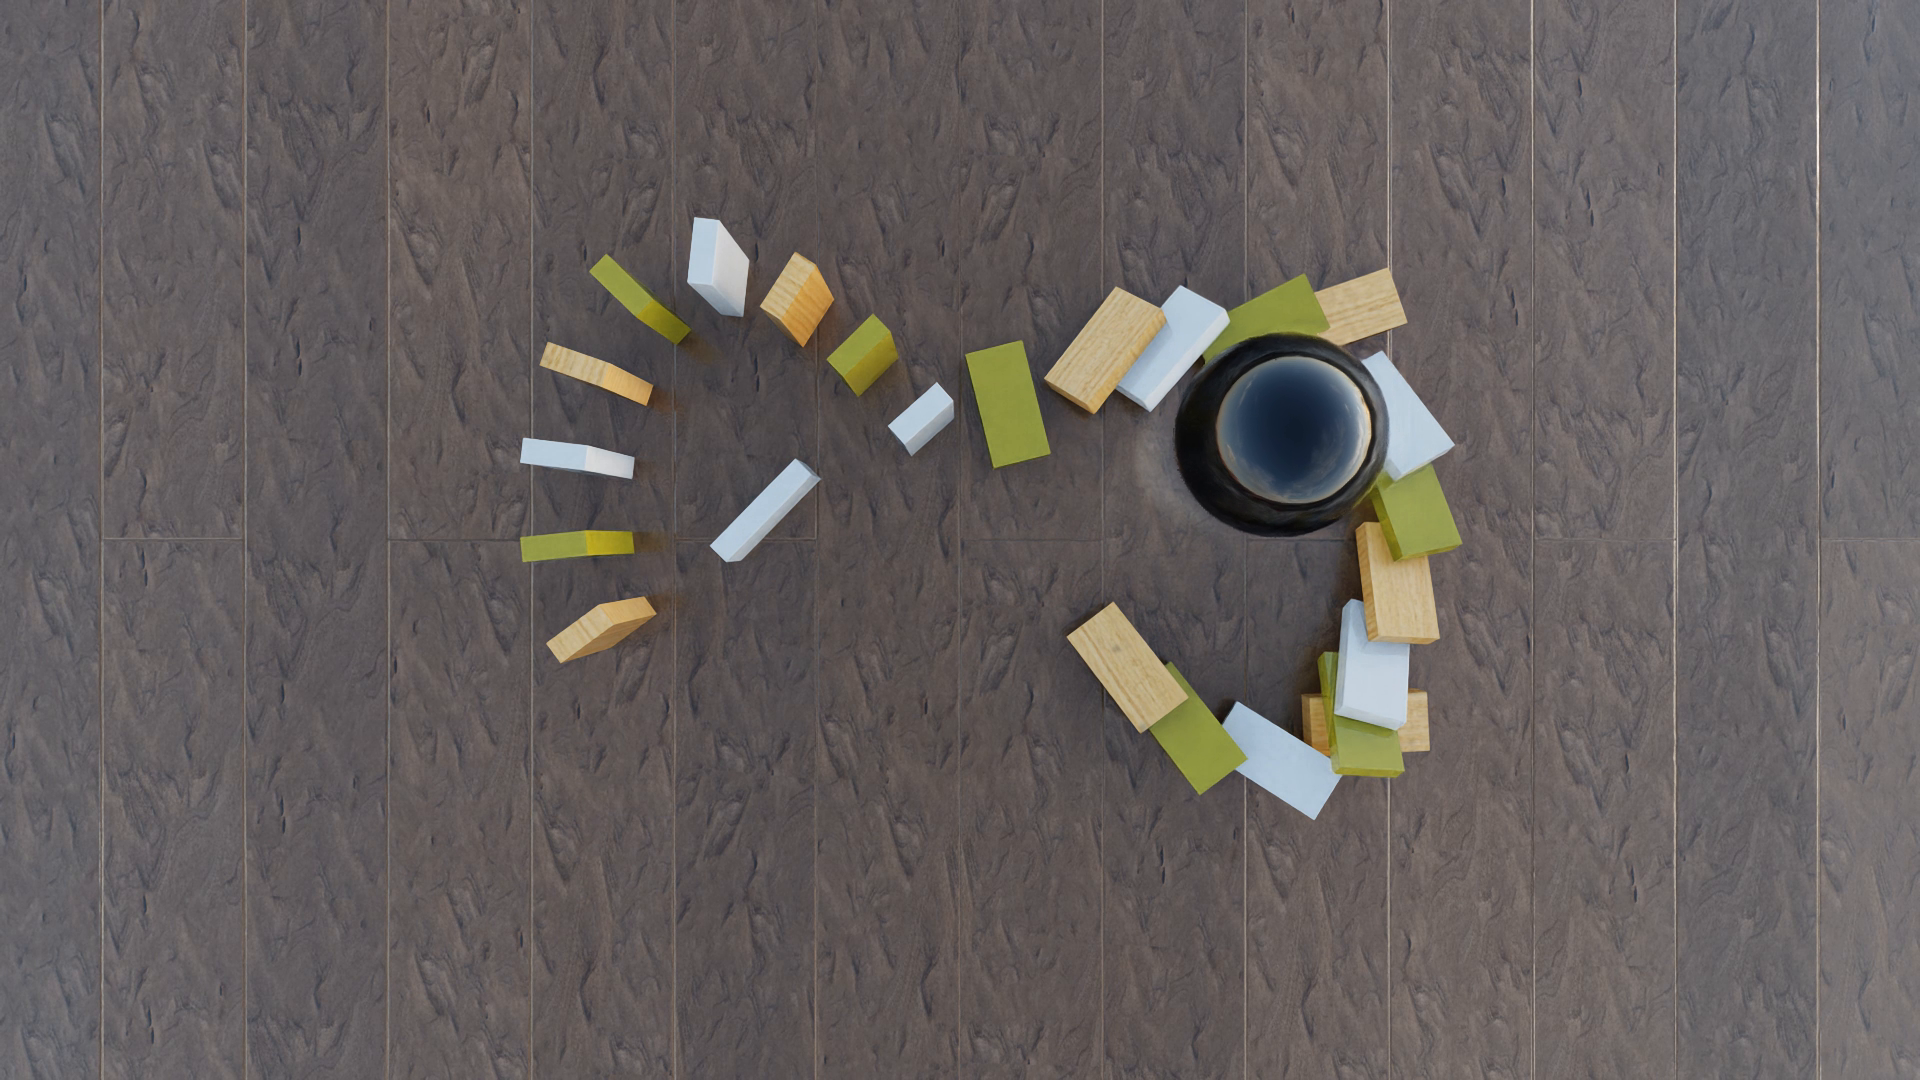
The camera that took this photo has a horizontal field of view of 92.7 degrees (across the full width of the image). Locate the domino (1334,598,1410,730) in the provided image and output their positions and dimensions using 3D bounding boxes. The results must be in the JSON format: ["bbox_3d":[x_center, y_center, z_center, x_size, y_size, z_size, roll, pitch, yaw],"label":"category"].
[{"bbox_3d":[0.172,0.051,0.382,0.025,0.010,0.050,15,61,7],"label":"domino"}]

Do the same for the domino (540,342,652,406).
[{"bbox_3d":[-0.147,-0.067,0.375,0.025,0.050,0.010,19,90,0],"label":"domino"}]

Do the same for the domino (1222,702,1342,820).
[{"bbox_3d":[0.133,0.093,0.389,0.050,0.009,0.025,32,90,15],"label":"domino"}]

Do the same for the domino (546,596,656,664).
[{"bbox_3d":[-0.145,0.036,0.375,0.025,0.050,0.009,-36,90,0],"label":"domino"}]

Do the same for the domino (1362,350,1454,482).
[{"bbox_3d":[0.181,-0.053,0.388,0.025,0.009,0.050,-29,73,0],"label":"domino"}]

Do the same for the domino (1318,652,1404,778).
[{"bbox_3d":[0.166,0.072,0.382,0.025,0.010,0.050,3,60,3],"label":"domino"}]

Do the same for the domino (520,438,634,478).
[{"bbox_3d":[-0.155,-0.033,0.375,0.025,0.050,0.010,7,90,0],"label":"domino"}]

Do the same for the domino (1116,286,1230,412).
[{"bbox_3d":[0.087,-0.081,0.388,0.050,0.010,0.025,-49,55,2],"label":"domino"}]

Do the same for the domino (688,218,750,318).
[{"bbox_3d":[-0.098,-0.110,0.375,0.009,0.050,0.025,6,90,0],"label":"domino"}]

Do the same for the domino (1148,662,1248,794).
[{"bbox_3d":[0.095,0.079,0.389,0.025,0.010,0.050,-37,74,0],"label":"domino"}]

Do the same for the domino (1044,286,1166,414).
[{"bbox_3d":[0.062,-0.081,0.389,0.025,0.010,0.050,38,90,32],"label":"domino"}]

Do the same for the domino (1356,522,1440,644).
[{"bbox_3d":[0.184,0.018,0.387,0.025,0.009,0.050,3,69,0],"label":"domino"}]

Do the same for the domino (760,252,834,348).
[{"bbox_3d":[-0.066,-0.097,0.375,0.010,0.050,0.025,33,90,0],"label":"domino"}]

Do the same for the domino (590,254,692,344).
[{"bbox_3d":[-0.129,-0.097,0.375,0.025,0.050,0.009,44,90,0],"label":"domino"}]

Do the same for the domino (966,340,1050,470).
[{"bbox_3d":[0.020,-0.058,0.395,0.025,0.009,0.050,-14,90,0],"label":"domino"}]

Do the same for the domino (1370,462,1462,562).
[{"bbox_3d":[0.189,-0.018,0.388,0.025,0.010,0.050,-12,72,0],"label":"domino"}]

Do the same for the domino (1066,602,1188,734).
[{"bbox_3d":[0.071,0.054,0.389,0.025,0.010,0.050,-37,74,0],"label":"domino"}]

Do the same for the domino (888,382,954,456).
[{"bbox_3d":[-0.015,-0.048,0.375,0.025,0.050,0.010,-42,90,0],"label":"domino"}]

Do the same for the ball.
[{"bbox_3d":[0.125,-0.041,0.360,0.080,0.080,0.080,0,90,0],"label":"ball"}]

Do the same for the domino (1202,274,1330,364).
[{"bbox_3d":[0.127,-0.089,0.389,0.050,0.010,0.025,-25,89,15],"label":"domino"}]

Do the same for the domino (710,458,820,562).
[{"bbox_3d":[-0.082,-0.012,0.388,0.010,0.025,0.050,44,90,0],"label":"domino"}]

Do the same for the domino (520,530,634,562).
[{"bbox_3d":[-0.155,0.002,0.375,0.025,0.050,0.010,-6,90,0],"label":"domino"}]

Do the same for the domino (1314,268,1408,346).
[{"bbox_3d":[0.163,-0.096,0.395,0.050,0.010,0.025,-19,90,0],"label":"domino"}]

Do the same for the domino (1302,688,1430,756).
[{"bbox_3d":[0.175,0.079,0.395,0.050,0.010,0.025,-3,90,0],"label":"domino"}]

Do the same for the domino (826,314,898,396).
[{"bbox_3d":[-0.039,-0.074,0.375,0.025,0.050,0.010,-44,90,0],"label":"domino"}]
